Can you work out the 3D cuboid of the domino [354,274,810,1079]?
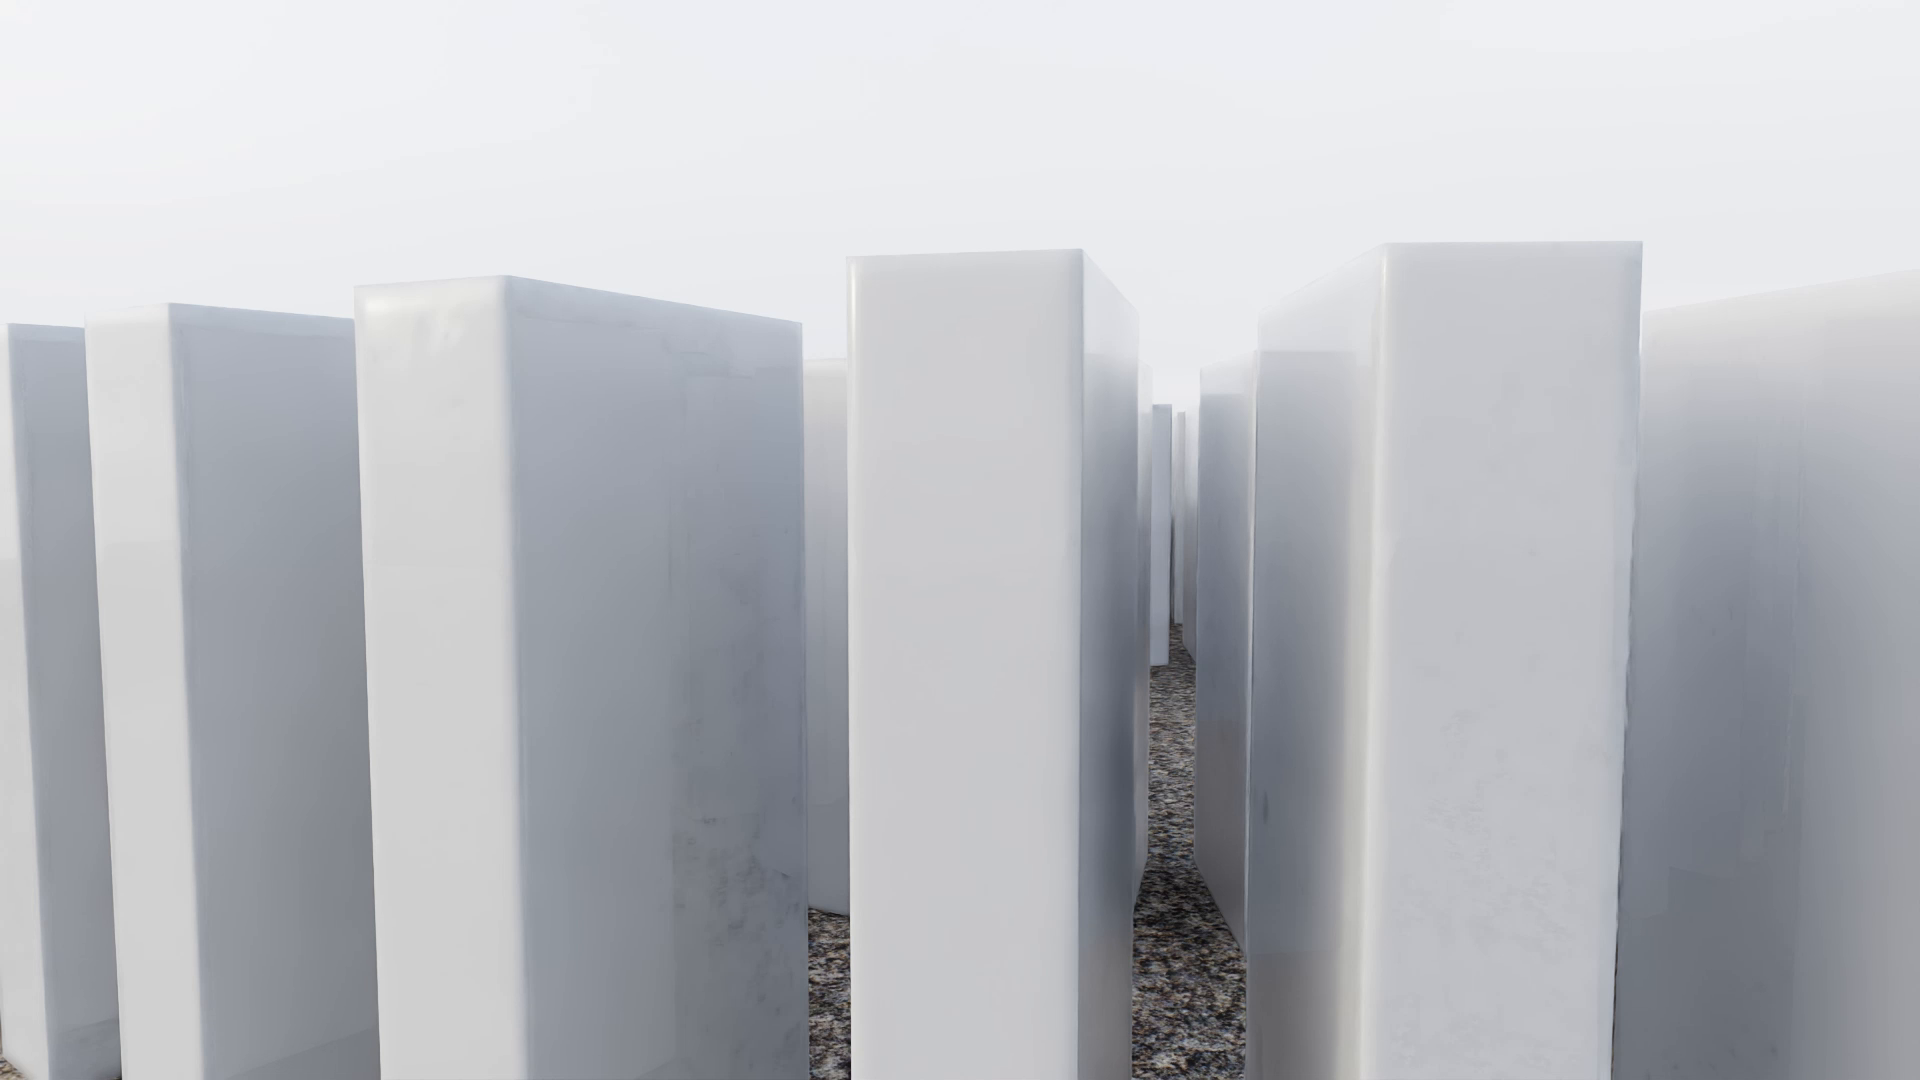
[{"bbox_3d":[-0.019,0.012,0.072,0.009,0.050,0.025,2,5,25],"label":"domino"}]

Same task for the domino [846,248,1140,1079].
[{"bbox_3d":[0.003,0.013,0.064,0.010,0.050,0.025,1,4,13],"label":"domino"}]

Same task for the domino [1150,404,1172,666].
[{"bbox_3d":[0.031,-0.002,0.255,0.010,0.050,0.025,-2,5,-23],"label":"domino"}]

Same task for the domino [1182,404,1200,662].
[{"bbox_3d":[0.051,-0.002,0.259,0.009,0.050,0.025,0,4,4],"label":"domino"}]

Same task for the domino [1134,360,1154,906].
[{"bbox_3d":[0.012,0.009,0.119,0.010,0.050,0.025,1,4,13],"label":"domino"}]

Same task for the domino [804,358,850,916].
[{"bbox_3d":[-0.006,0.008,0.126,0.010,0.050,0.025,2,5,30],"label":"domino"}]

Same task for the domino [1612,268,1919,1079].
[{"bbox_3d":[0.045,0.013,0.063,0.010,0.050,0.025,-1,4,-7],"label":"domino"}]

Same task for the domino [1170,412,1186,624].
[{"bbox_3d":[0.056,-0.006,0.312,0.009,0.050,0.025,0,4,5],"label":"domino"}]

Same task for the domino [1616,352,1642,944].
[{"bbox_3d":[0.052,0.009,0.119,0.010,0.050,0.025,-1,4,-12],"label":"domino"}]

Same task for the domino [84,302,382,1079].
[{"bbox_3d":[-0.039,0.011,0.083,0.009,0.050,0.025,3,5,32],"label":"domino"}]

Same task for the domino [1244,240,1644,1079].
[{"bbox_3d":[0.021,0.013,0.062,0.009,0.050,0.025,0,4,3],"label":"domino"}]

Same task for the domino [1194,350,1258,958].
[{"bbox_3d":[0.028,0.009,0.117,0.010,0.050,0.025,0,4,1],"label":"domino"}]

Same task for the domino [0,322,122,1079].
[{"bbox_3d":[-0.055,0.010,0.094,0.010,0.050,0.025,3,5,38],"label":"domino"}]
